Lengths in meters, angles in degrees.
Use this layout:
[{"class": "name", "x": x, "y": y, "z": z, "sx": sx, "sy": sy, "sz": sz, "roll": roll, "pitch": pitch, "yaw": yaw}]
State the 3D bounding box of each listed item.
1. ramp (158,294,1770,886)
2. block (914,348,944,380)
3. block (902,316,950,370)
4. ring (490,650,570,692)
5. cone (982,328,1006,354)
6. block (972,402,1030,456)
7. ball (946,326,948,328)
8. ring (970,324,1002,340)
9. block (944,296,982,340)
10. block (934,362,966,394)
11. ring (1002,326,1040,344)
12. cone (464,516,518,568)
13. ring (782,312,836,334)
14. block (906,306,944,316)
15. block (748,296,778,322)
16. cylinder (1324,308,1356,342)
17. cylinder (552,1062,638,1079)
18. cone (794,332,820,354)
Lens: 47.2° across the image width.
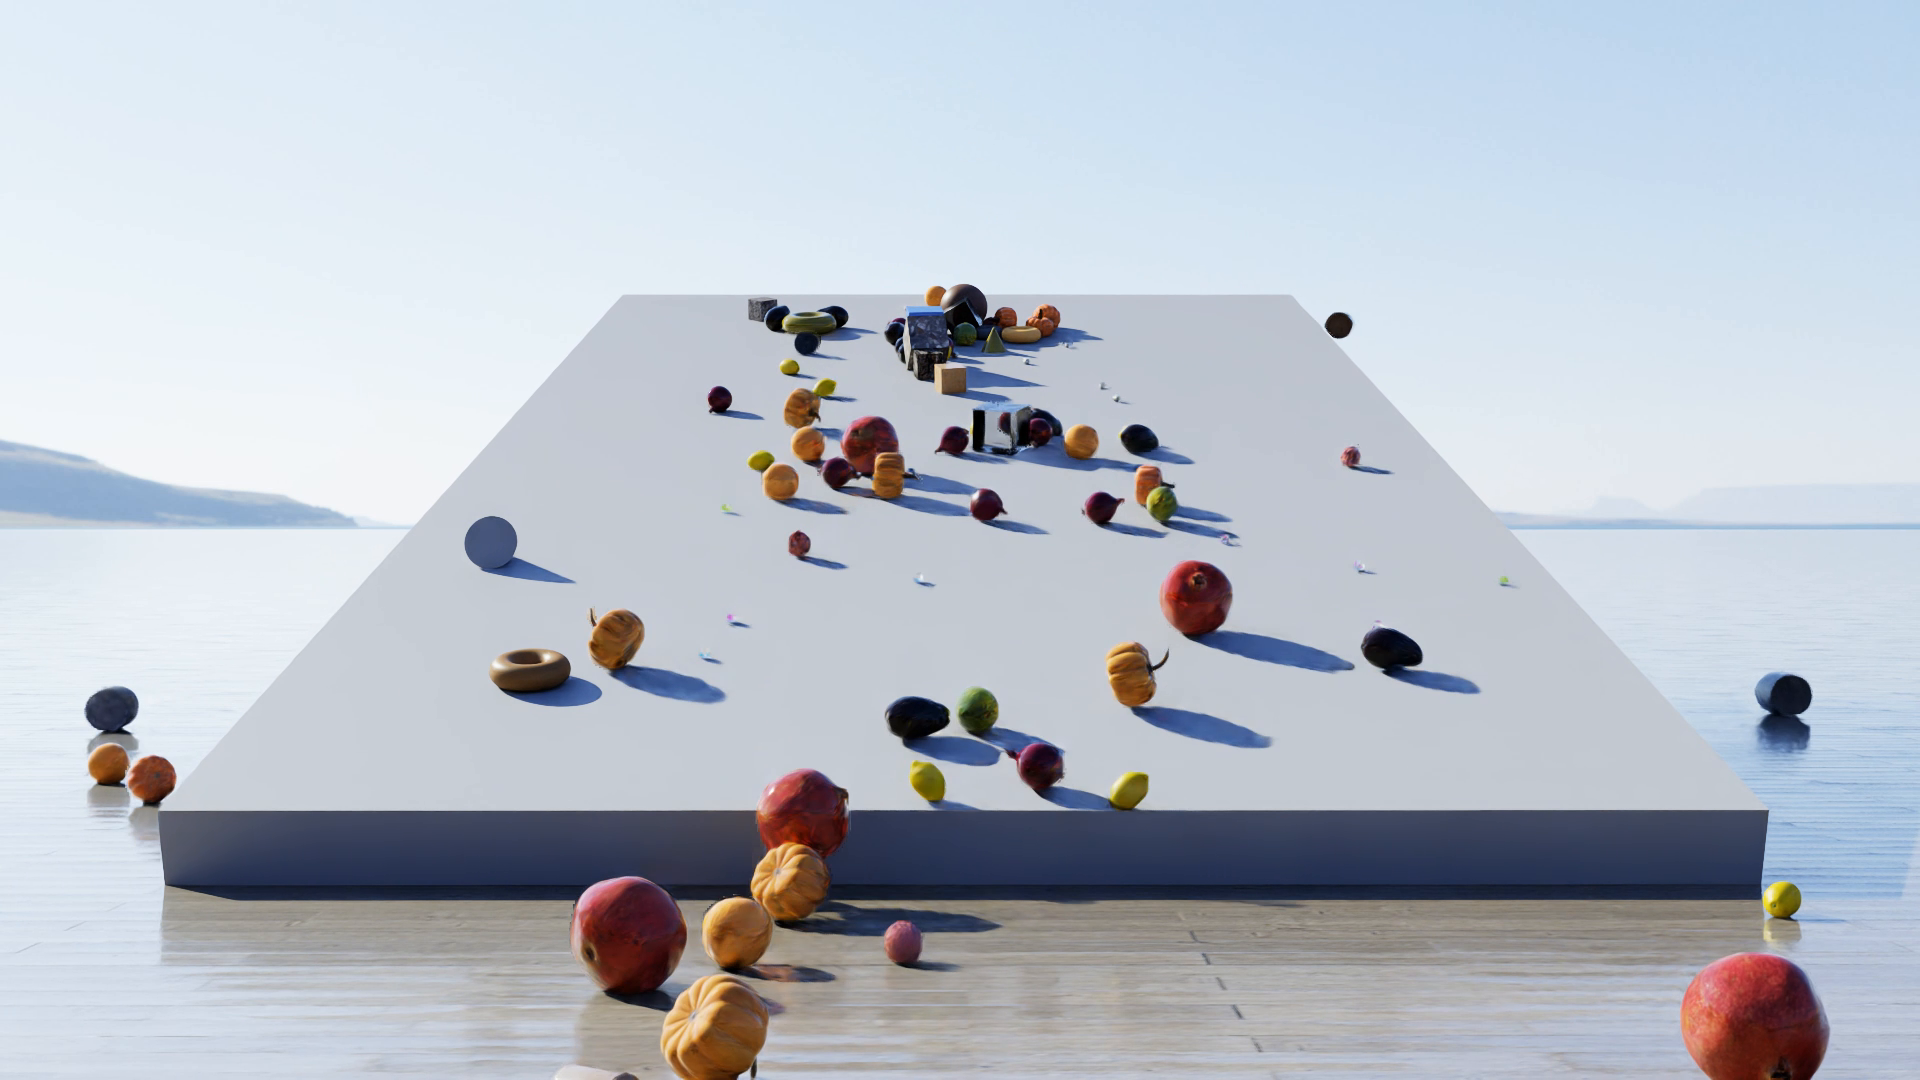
[{"class": "ramp", "x": -0.002, "y": -0.152, "z": 4.669, "sx": 2.000, "sy": 0.100, "sz": 4.000, "roll": 0, "pitch": 16, "yaw": 0}, {"class": "block", "x": -0.077, "y": -0.428, "z": 5.358, "sx": 0.064, "sy": 0.064, "sz": 0.064, "roll": -3, "pitch": 16, "yaw": -10}, {"class": "block", "x": -0.084, "y": -0.488, "z": 5.442, "sx": 0.096, "sy": 0.096, "sz": 0.096, "roll": -3, "pitch": -28, "yaw": -10}, {"class": "ring", "x": -0.623, "y": 0.188, "z": 3.186, "sx": 0.117, "sy": 0.039, "sz": 0.117, "roll": 1, "pitch": 14, "yaw": 0}, {"class": "cone", "x": 0.088, "y": -0.521, "z": 5.691, "sx": 0.066, "sy": 0.066, "sz": 0.066, "roll": 0, "pitch": 16, "yaw": 0}, {"class": "block", "x": 0.087, "y": -0.234, "z": 4.613, "sx": 0.090, "sy": 0.090, "sz": 0.090, "roll": 8, "pitch": 17, "yaw": 26}, {"class": "ball", "x": -0.053, "y": -0.580, "z": 5.927, "sx": 0.052, "sy": 0.052, "sz": 0.052, "roll": 0, "pitch": 0, "yaw": 0}, {"class": "ring", "x": 0.070, "y": -0.555, "z": 5.879, "sx": 0.091, "sy": 0.030, "sz": 0.091, "roll": -1, "pitch": 16, "yaw": 0}, {"class": "block", "x": 0.004, "y": -0.592, "z": 5.870, "sx": 0.077, "sy": 0.077, "sz": 0.077, "roll": -28, "pitch": 11, "yaw": 12}, {"class": "block", "x": -0.023, "y": -0.382, "z": 5.198, "sx": 0.060, "sy": 0.060, "sz": 0.060, "roll": -4, "pitch": 16, "yaw": -15}, {"class": "ring", "x": 0.162, "y": -0.545, "z": 5.835, "sx": 0.105, "sy": 0.035, "sz": 0.105, "roll": 1, "pitch": 14, "yaw": 0}, {"class": "cone", "x": -0.800, "y": 0.013, "z": 3.811, "sx": 0.092, "sy": 0.092, "sz": 0.092, "roll": 0, "pitch": -11, "yaw": 3}, {"class": "ring", "x": -0.409, "y": -0.587, "z": 5.958, "sx": 0.148, "sy": 0.049, "sz": 0.148, "roll": -1, "pitch": 15, "yaw": 0}, {"class": "block", "x": -0.092, "y": -0.562, "z": 5.789, "sx": 0.091, "sy": 0.091, "sz": 0.091, "roll": -1, "pitch": 16, "yaw": -5}, {"class": "block", "x": -0.551, "y": -0.645, "z": 6.148, "sx": 0.058, "sy": 0.058, "sz": 0.058, "roll": -14, "pitch": 21, "yaw": -41}, {"class": "cylinder", "x": 1.042, "y": -0.589, "z": 6.032, "sx": 0.073, "sy": 0.073, "sz": 0.073, "roll": 0, "pitch": 24, "yaw": 27}, {"class": "cylinder", "x": -0.269, "y": 0.415, "z": 1.616, "sx": 0.052, "sy": 0.052, "sz": 0.052, "roll": 2, "pitch": 1, "yaw": 33}, {"class": "cone", "x": -0.395, "y": -0.498, "z": 5.676, "sx": 0.063, "sy": 0.063, "sz": 0.063, "roll": 0, "pitch": -14, "yaw": -4}]
